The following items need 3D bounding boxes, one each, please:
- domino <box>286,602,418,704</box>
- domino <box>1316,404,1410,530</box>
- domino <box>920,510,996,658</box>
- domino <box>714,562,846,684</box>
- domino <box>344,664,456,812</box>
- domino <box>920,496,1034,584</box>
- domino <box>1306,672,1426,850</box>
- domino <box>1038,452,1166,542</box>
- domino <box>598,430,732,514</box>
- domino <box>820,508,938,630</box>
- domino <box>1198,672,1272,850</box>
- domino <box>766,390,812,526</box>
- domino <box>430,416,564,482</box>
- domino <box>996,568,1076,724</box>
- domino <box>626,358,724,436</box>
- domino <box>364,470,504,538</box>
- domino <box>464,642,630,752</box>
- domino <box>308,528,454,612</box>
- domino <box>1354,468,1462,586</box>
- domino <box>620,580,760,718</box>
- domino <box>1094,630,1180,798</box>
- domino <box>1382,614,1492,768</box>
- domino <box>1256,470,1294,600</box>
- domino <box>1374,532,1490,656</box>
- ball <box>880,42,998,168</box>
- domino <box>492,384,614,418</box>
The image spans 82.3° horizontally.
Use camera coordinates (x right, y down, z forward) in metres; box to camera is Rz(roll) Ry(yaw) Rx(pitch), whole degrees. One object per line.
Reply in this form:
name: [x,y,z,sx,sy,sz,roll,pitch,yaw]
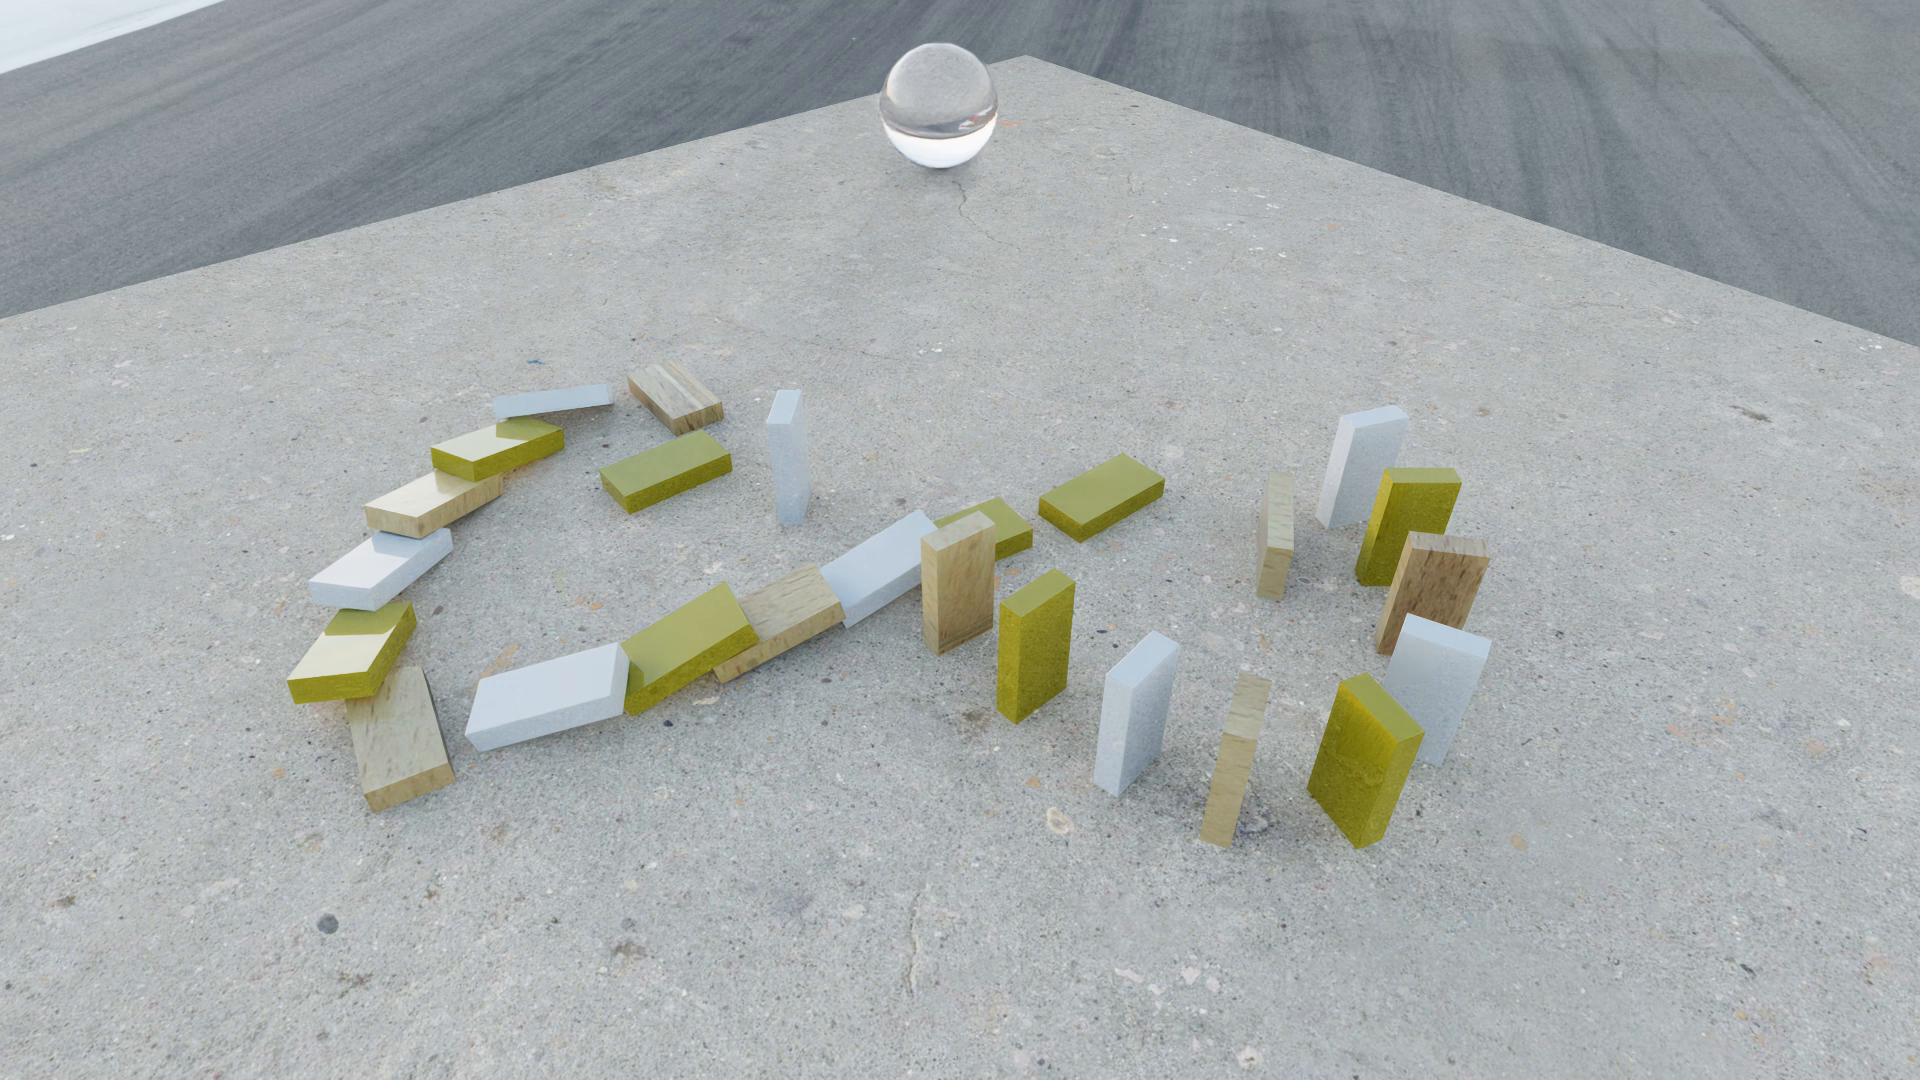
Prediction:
domino: [-0.212,0.039,0.386,0.025,0.009,0.050,-6,25,-7]
domino: [0.163,-0.029,0.447,0.025,0.050,0.010,-12,41,-14]
domino: [-0.001,0.016,0.392,0.025,0.050,0.009,-25,46,-27]
domino: [-0.070,0.030,0.400,0.050,0.009,0.025,-28,46,-14]
domino: [-0.186,0.065,0.365,0.025,0.010,0.050,-20,43,-23]
domino: [0.002,0.001,0.443,0.050,0.009,0.025,-22,44,-24]
domino: [0.121,0.067,0.330,0.009,0.050,0.025,-15,42,-18]
domino: [0.060,-0.018,0.466,0.050,0.009,0.025,-28,47,-30]
domino: [-0.128,-0.031,0.481,0.050,0.010,0.025,-27,47,-29]
domino: [-0.029,0.011,0.421,0.050,0.009,0.025,-32,47,-13]
domino: [0.082,0.067,0.330,0.009,0.050,0.025,14,41,16]
domino: [-0.070,-0.034,0.452,0.009,0.050,0.025,2,39,3]
domino: [-0.202,-0.041,0.484,0.025,0.009,0.050,18,29,22]
domino: [0.025,0.036,0.368,0.025,0.050,0.009,-30,48,-32]
domino: [-0.137,-0.069,0.528,0.025,0.010,0.050,-26,46,-28]
domino: [-0.216,-0.017,0.455,0.025,0.009,0.050,12,27,14]
domino: [-0.138,0.053,0.370,0.050,0.010,0.025,-15,40,3]
domino: [-0.222,0.009,0.424,0.025,0.010,0.050,6,28,8]
domino: [0.169,-0.004,0.417,0.025,0.050,0.009,0,39,0]
domino: [-0.098,0.038,0.386,0.050,0.010,0.025,-32,47,-9]
domino: [0.055,0.055,0.344,0.009,0.050,0.025,29,47,31]
domino: [0.149,0.049,0.352,0.025,0.050,0.009,20,43,22]
domino: [0.125,-0.003,0.434,0.009,0.025,0.050,8,40,10]
domino: [0.165,0.021,0.386,0.025,0.050,0.009,7,40,9]
ball: [-0.014,-0.295,0.747,0.080,0.080,0.080,0,39,0]
domino: [-0.189,-0.065,0.514,0.050,0.010,0.025,-9,10,-11]
